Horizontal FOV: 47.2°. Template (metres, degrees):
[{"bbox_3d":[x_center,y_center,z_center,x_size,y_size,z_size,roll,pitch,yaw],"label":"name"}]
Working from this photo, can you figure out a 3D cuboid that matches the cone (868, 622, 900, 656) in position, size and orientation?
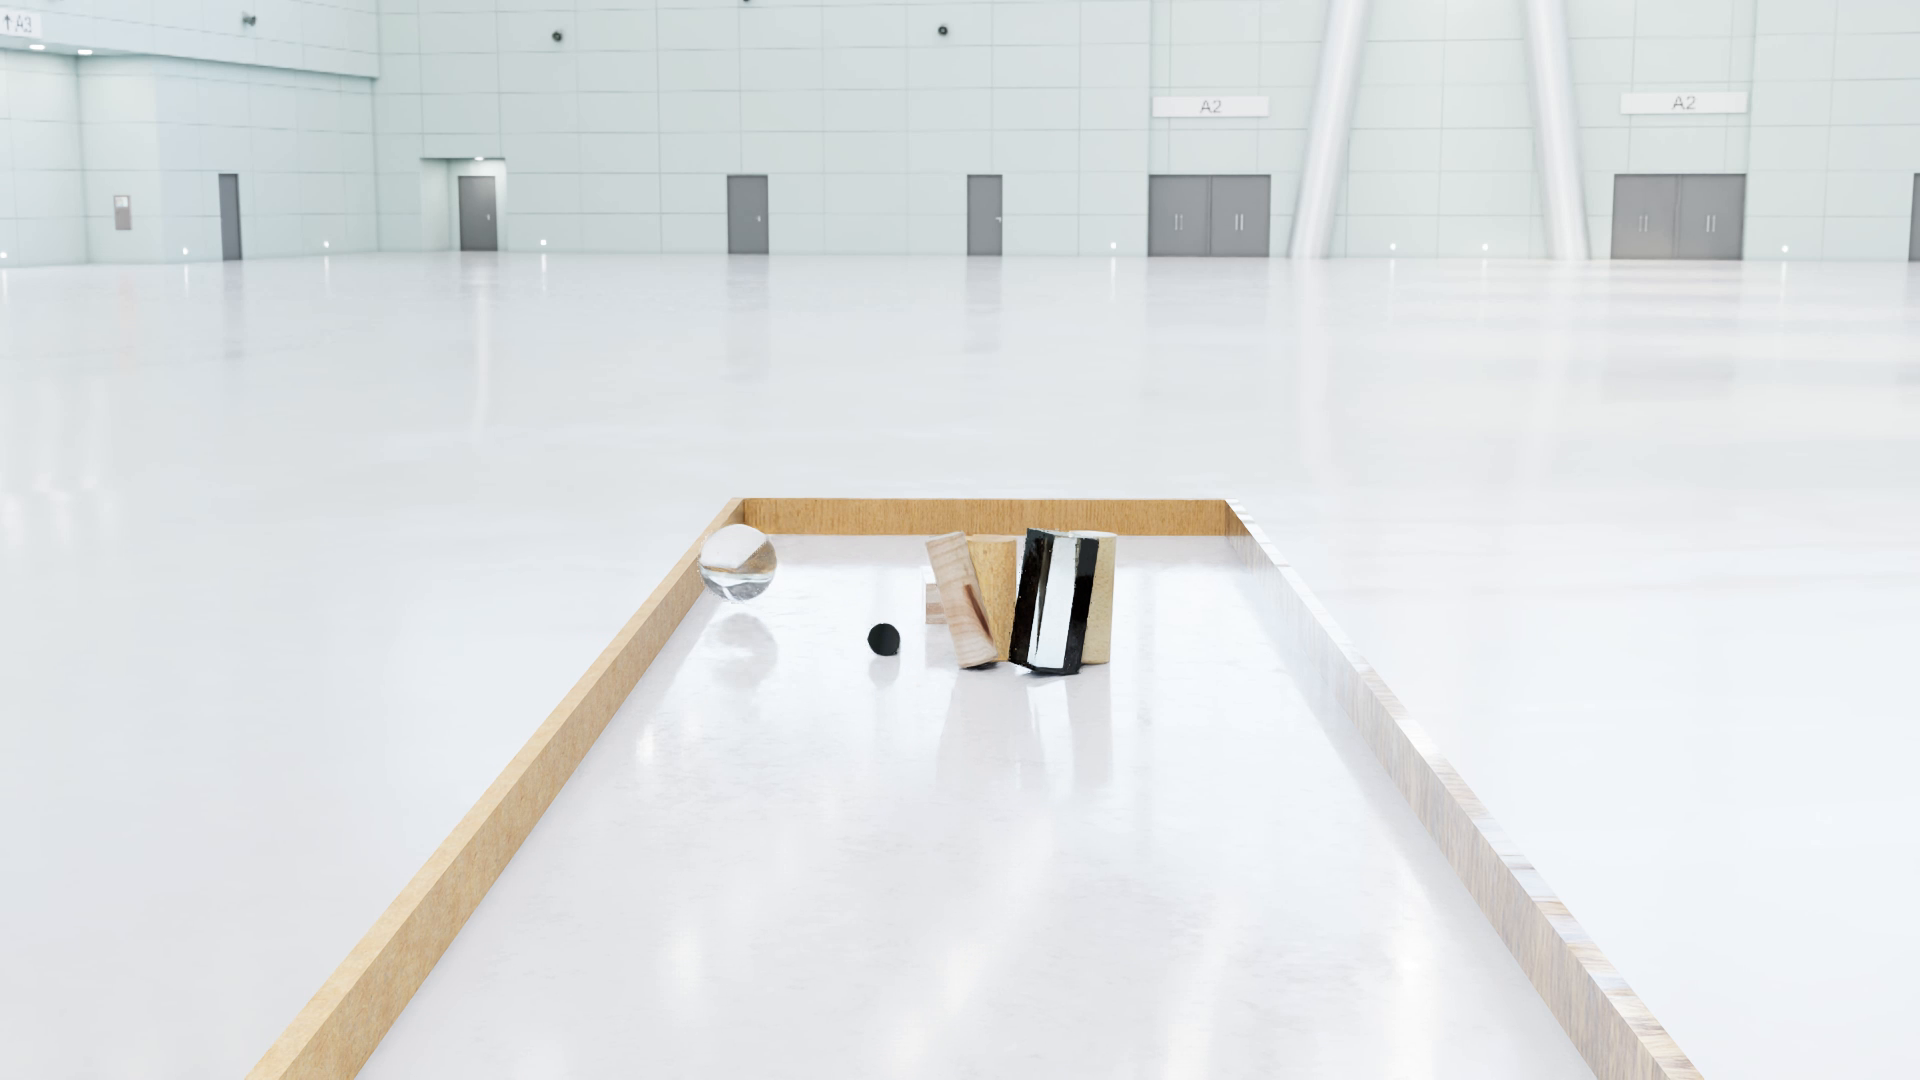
[{"bbox_3d":[-0.213,0.302,6.942,0.102,0.102,0.362,1,1,6],"label":"cone"}]

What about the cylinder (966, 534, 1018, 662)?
[{"bbox_3d":[0.087,0.176,6.720,0.170,0.365,0.170,1,8,0],"label":"cylinder"}]

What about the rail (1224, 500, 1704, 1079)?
[{"bbox_3d":[1.046,0.843,3.208,0.050,0.150,12.000,0,9,1],"label":"rail"}]

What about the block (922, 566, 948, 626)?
[{"bbox_3d":[-0.052,0.184,7.394,0.142,0.142,0.323,-1,9,-4],"label":"block"}]

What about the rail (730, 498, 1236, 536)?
[{"bbox_3d":[0.099,-0.098,9.147,2.100,0.150,0.050,0,9,1],"label":"rail"}]

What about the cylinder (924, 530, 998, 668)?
[{"bbox_3d":[0.006,0.177,6.581,0.122,0.391,0.122,-16,4,1],"label":"cylinder"}]

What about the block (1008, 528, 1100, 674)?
[{"bbox_3d":[0.277,0.181,6.515,0.156,0.404,0.156,6,5,-30],"label":"block"}]

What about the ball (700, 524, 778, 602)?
[{"bbox_3d":[-0.758,0.079,7.523,0.264,0.264,0.264,0,9,0],"label":"ball"}]

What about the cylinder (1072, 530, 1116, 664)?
[{"bbox_3d":[0.389,0.172,6.674,0.155,0.384,0.155,2,7,0],"label":"cylinder"}]

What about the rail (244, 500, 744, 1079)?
[{"bbox_3d":[-1.004,0.839,3.234,0.050,0.150,12.000,0,9,1],"label":"rail"}]
